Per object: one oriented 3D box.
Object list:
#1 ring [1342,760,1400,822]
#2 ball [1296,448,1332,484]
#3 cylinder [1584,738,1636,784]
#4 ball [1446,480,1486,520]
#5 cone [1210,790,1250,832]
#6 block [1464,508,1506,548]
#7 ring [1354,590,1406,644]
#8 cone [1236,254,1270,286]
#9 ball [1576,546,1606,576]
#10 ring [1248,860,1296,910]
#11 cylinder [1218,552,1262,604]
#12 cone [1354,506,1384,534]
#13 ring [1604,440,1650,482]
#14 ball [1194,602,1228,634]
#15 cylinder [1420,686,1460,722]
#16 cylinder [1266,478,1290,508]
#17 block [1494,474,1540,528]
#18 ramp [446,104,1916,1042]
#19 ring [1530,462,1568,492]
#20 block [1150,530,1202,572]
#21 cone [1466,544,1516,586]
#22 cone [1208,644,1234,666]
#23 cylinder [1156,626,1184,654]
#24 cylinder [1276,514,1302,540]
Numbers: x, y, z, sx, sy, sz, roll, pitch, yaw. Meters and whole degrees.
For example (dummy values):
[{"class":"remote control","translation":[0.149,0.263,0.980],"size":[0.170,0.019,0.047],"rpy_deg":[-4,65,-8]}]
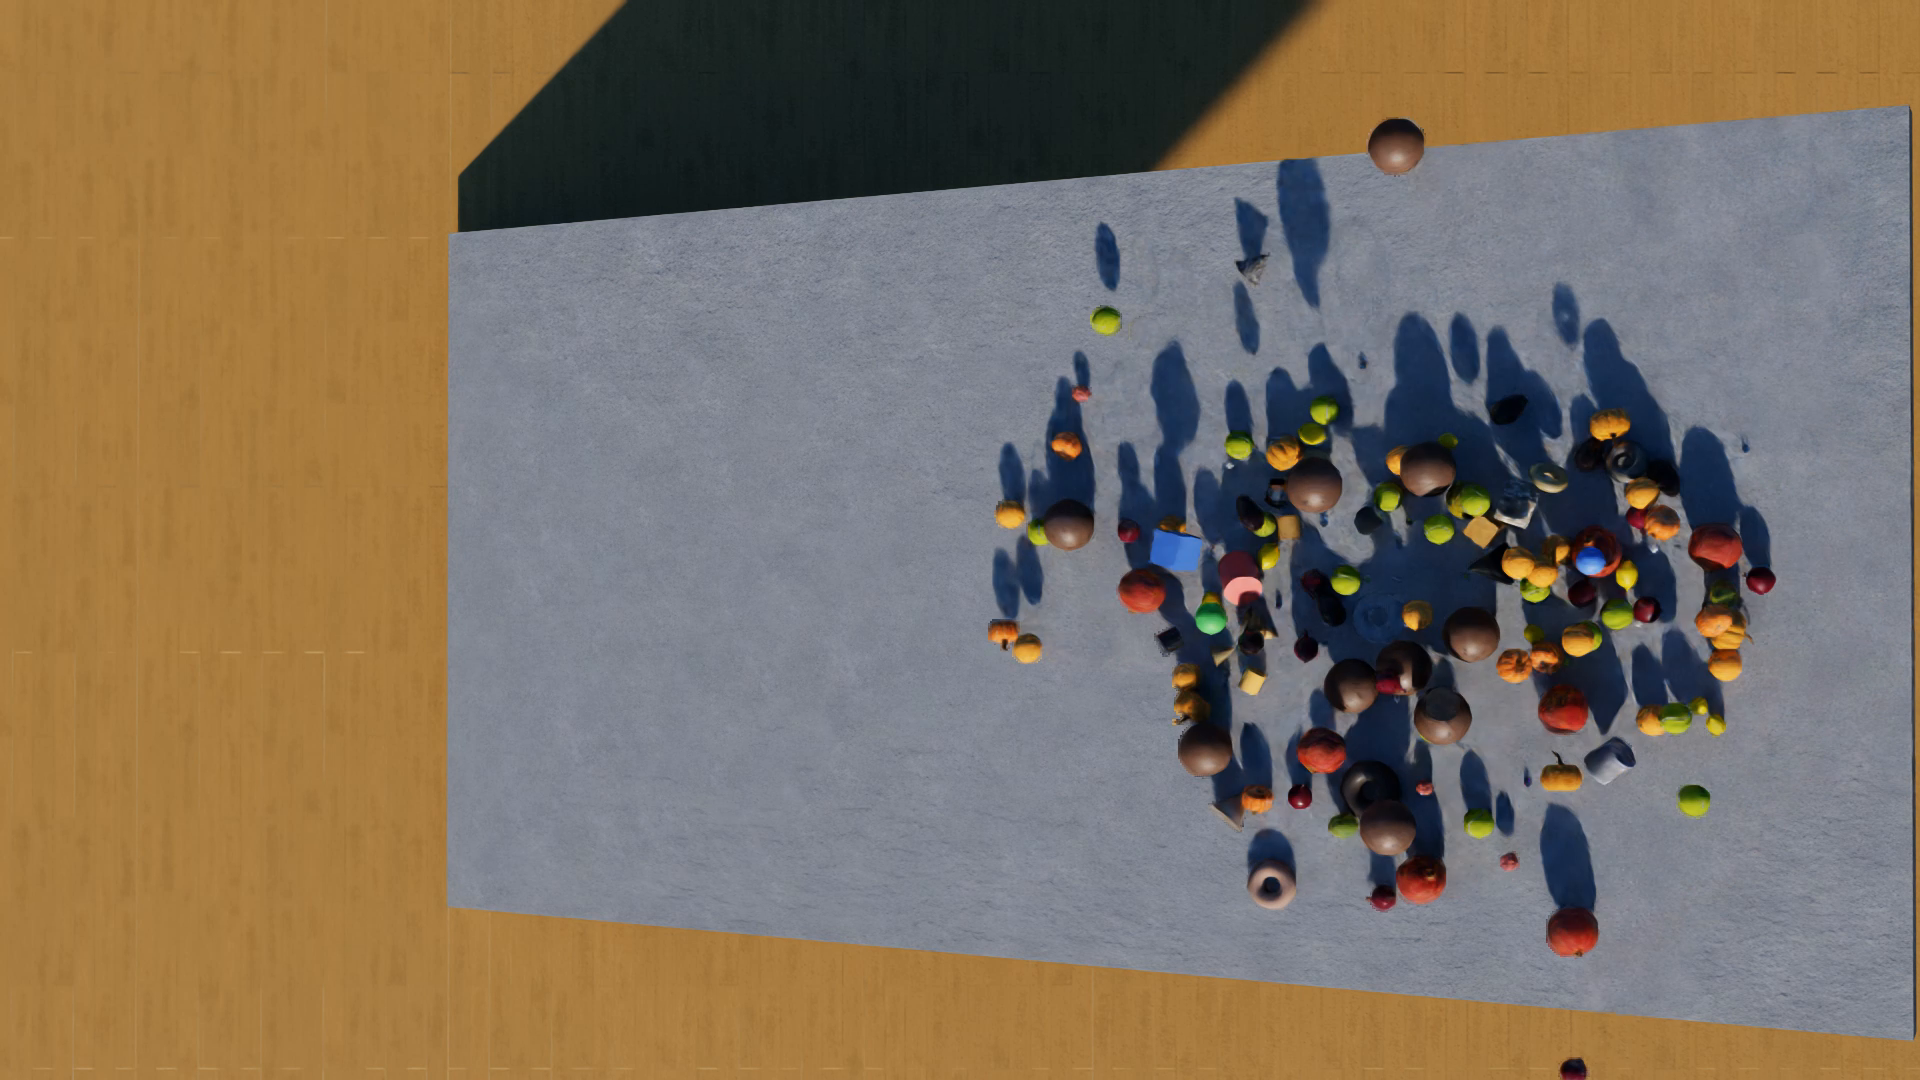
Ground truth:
[{"class":"ring","translation":[0.973,0.595,5.211],"size":[0.148,0.049,0.148],"rpy_deg":[1,91,31]},{"class":"ball","translation":[0.849,-0.176,5.264],"size":[0.084,0.084,0.084],"rpy_deg":[0,89,0]},{"class":"cylinder","translation":[1.450,0.492,4.904],"size":[0.077,0.077,0.077],"rpy_deg":[47,128,0]},{"class":"ball","translation":[1.172,-0.093,5.093],"size":[0.091,0.091,0.091],"rpy_deg":[0,89,0]},{"class":"cone","translation":[0.678,0.644,5.366],"size":[0.094,0.094,0.094],"rpy_deg":[44,82,0]},{"class":"block","translation":[1.205,-0.028,5.049],"size":[0.062,0.062,0.062],"rpy_deg":[40,119,17]},{"class":"ring","translation":[0.993,0.183,5.210],"size":[0.126,0.042,0.126],"rpy_deg":[1,91,27]},{"class":"cone","translation":[0.723,-0.670,5.332],"size":[0.079,0.079,0.079],"rpy_deg":[-40,90,19]},{"class":"ball","translation":[1.366,0.046,4.764],"size":[0.062,0.062,0.062],"rpy_deg":[0,89,0]},{"class":"ring","translation":[0.756,0.834,5.326],"size":[0.122,0.041,0.122],"rpy_deg":[-1,88,29]},{"class":"cylinder","translation":[0.677,0.092,5.321],"size":[0.093,0.093,0.093],"rpy_deg":[-3,130,-3]},{"class":"cone","translation":[0.972,-0.043,5.149],"size":[0.067,0.067,0.067],"rpy_deg":[-3,96,-25]},{"class":"ring","translation":[1.498,-0.176,4.945],"size":[0.101,0.034,0.101],"rpy_deg":[-7,68,18]},{"class":"ball","translation":[0.605,0.188,5.300],"size":[0.077,0.077,0.077],"rpy_deg":[0,89,0]},{"class":"cylinder","translation":[1.075,0.369,4.929],"size":[0.077,0.077,0.077],"rpy_deg":[0,84,3]},{"class":"cylinder","translation":[0.768,-0.113,5.313],"size":[0.052,0.052,0.052],"rpy_deg":[9,130,0]},{"class":"block","translation":[1.264,-0.087,4.984],"size":[0.076,0.076,0.076],"rpy_deg":[20,132,12]},{"class":"ramp","translation":[0.278,0.078,5.660],"size":[4.000,0.100,2.000],"rpy_deg":[0,89,27]},{"class":"ring","translation":[1.332,-0.142,4.976],"size":[0.090,0.090,0.030],"rpy_deg":[11,132,0]},{"class":"block","translation":[0.519,0.025,5.293],"size":[0.082,0.082,0.082],"rpy_deg":[4,100,-43]},{"class":"cone","translation":[1.207,0.061,5.044],"size":[0.098,0.098,0.098],"rpy_deg":[-6,89,-8]},{"class":"cone","translation":[0.647,0.274,5.391],"size":[0.060,0.060,0.060],"rpy_deg":[-18,89,3]},{"class":"cylinder","translation":[0.519,0.248,5.424],"size":[0.053,0.053,0.053],"rpy_deg":[-25,89,-2]},{"class":"cylinder","translation":[0.794,-0.031,5.307],"size":[0.055,0.055,0.055],"rpy_deg":[-6,86,0]}]
